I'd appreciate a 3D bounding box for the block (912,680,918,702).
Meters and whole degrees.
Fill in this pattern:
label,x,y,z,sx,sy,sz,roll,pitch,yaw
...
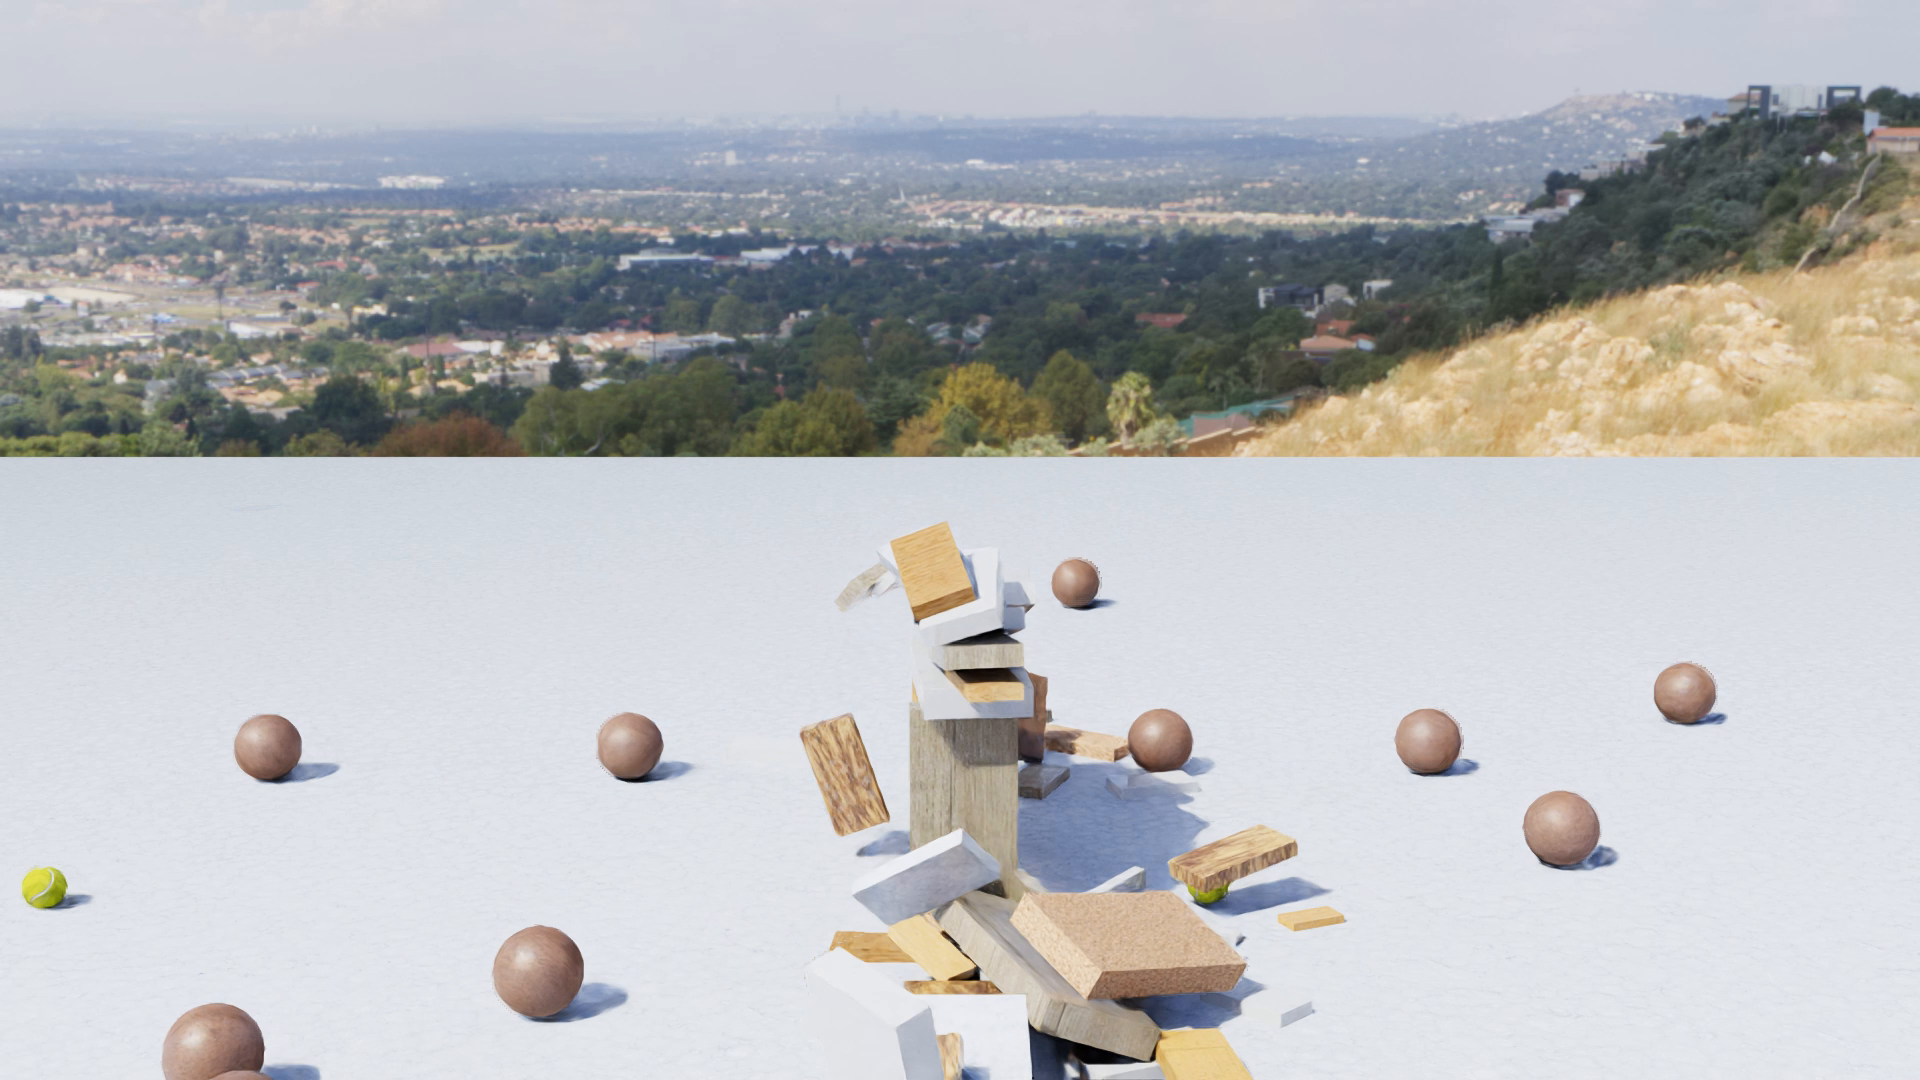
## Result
label,x,y,z,sx,sy,sz,roll,pitch,yaw
block,0.005,0.395,3.768,0.173,0.346,0.049,0,13,0

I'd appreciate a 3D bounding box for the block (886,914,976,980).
label,x,y,z,sx,sy,sz,roll,pitch,yaw
block,-0.042,0.598,3.202,0.125,0.018,0.063,37,30,32

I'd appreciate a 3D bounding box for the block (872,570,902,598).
label,x,y,z,sx,sy,sz,roll,pitch,yaw
block,-0.086,0.049,3.943,0.080,0.023,0.159,-44,-10,38

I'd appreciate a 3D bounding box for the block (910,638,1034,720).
label,x,y,z,sx,sy,sz,roll,pitch,yaw
block,0.014,0.223,3.611,0.173,0.049,0.346,-1,11,-5

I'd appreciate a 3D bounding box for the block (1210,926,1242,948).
label,x,y,z,sx,sy,sz,roll,pitch,yaw
block,0.392,0.622,3.461,0.095,0.014,0.048,4,11,21

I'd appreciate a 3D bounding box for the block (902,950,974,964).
label,x,y,z,sx,sy,sz,roll,pitch,yaw
block,-0.029,0.622,3.297,0.063,0.018,0.125,6,-15,28

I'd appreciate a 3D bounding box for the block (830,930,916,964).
label,x,y,z,sx,sy,sz,roll,pitch,yaw
block,-0.124,0.629,3.401,0.146,0.021,0.073,1,11,5

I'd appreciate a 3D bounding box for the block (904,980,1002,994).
label,x,y,z,sx,sy,sz,roll,pitch,yaw
block,0.001,0.653,2.992,0.153,0.043,0.307,0,1,-2

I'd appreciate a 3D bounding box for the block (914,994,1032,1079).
label,x,y,z,sx,sy,sz,roll,pitch,yaw
block,0.012,0.681,2.710,0.153,0.043,0.307,0,30,-2

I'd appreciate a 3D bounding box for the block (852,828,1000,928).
label,x,y,z,sx,sy,sz,roll,pitch,yaw
block,-0.052,0.503,3.262,0.199,0.099,0.028,-28,37,21

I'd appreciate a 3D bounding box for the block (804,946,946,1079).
label,x,y,z,sx,sy,sz,roll,pitch,yaw
block,-0.076,0.636,2.461,0.048,0.337,0.168,-26,29,-31

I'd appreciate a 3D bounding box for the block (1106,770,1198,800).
label,x,y,z,sx,sy,sz,roll,pitch,yaw
block,0.370,0.473,4.240,0.159,0.023,0.080,-3,11,-17

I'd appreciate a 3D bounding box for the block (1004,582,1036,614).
label,x,y,z,sx,sy,sz,roll,pitch,yaw
block,0.040,0.111,3.742,0.134,0.038,0.268,-1,-10,-9

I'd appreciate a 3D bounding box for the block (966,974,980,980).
label,x,y,z,sx,sy,sz,roll,pitch,yaw
block,-0.006,0.657,3.215,0.063,0.018,0.125,1,3,4

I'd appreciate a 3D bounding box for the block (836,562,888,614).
label,x,y,z,sx,sy,sz,roll,pitch,yaw
block,-0.134,0.059,3.967,0.189,0.027,0.094,-33,-10,-33

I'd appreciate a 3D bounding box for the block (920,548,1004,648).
label,x,y,z,sx,sy,sz,roll,pitch,yaw
block,0.005,0.090,3.493,0.123,0.035,0.247,-16,20,8

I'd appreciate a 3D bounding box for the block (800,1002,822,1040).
label,x,y,z,sx,sy,sz,roll,pitch,yaw
block,-0.174,0.676,3.148,0.075,0.021,0.150,2,11,10

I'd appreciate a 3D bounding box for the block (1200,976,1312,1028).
label,x,y,z,sx,sy,sz,roll,pitch,yaw
block,0.429,0.668,3.192,0.073,0.021,0.146,-10,15,-44

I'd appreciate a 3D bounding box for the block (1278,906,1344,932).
label,x,y,z,sx,sy,sz,roll,pitch,yaw
block,0.564,0.608,3.533,0.095,0.014,0.048,-5,12,-24

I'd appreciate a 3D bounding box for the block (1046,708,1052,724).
label,x,y,z,sx,sy,sz,roll,pitch,yaw
block,0.101,0.372,4.769,0.093,0.026,0.186,-10,15,-43

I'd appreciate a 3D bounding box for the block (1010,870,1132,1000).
label,x,y,z,sx,sy,sz,roll,pitch,yaw
block,0.163,0.608,3.338,0.024,0.086,0.417,-4,11,-20

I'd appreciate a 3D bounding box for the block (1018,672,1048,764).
label,x,y,z,sx,sy,sz,roll,pitch,yaw
block,0.123,0.349,4.394,0.095,0.189,0.027,19,-37,-19

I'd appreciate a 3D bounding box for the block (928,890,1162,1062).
label,x,y,z,sx,sy,sz,roll,pitch,yaw
block,0.106,0.608,3.159,0.168,0.048,0.538,19,2,-19

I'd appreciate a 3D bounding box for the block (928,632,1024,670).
label,x,y,z,sx,sy,sz,roll,pitch,yaw
block,0.023,0.175,3.477,0.123,0.035,0.247,-2,2,-6

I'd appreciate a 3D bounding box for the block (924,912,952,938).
label,x,y,z,sx,sy,sz,roll,pitch,yaw
block,-0.025,0.565,3.447,0.065,0.018,0.130,-2,45,-5

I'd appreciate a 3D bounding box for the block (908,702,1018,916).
label,x,y,z,sx,sy,sz,roll,pitch,yaw
block,0.005,0.435,3.556,0.173,0.346,0.049,-1,10,-3

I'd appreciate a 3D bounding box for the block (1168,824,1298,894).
label,x,y,z,sx,sy,sz,roll,pitch,yaw
block,0.446,0.518,3.587,0.190,0.027,0.095,-17,18,-27

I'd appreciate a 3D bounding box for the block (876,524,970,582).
label,x,y,z,sx,sy,sz,roll,pitch,yaw
block,-0.063,0.030,3.617,0.099,0.028,0.199,-26,20,-10

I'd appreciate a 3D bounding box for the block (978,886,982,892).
label,x,y,z,sx,sy,sz,roll,pitch,yaw
block,0.004,0.555,3.513,0.065,0.130,0.018,0,-16,-1

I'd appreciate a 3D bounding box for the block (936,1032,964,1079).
label,x,y,z,sx,sy,sz,roll,pitch,yaw
block,-0.037,0.661,2.629,0.075,0.021,0.150,-9,40,11

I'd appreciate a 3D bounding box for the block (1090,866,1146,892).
label,x,y,z,sx,sy,sz,roll,pitch,yaw
block,0.252,0.580,3.524,0.021,0.073,0.146,7,13,33

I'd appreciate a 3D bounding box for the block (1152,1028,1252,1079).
label,x,y,z,sx,sy,sz,roll,pitch,yaw
block,0.321,0.697,2.884,0.095,0.027,0.190,-1,13,-11

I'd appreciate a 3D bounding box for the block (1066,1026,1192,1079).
label,x,y,z,sx,sy,sz,roll,pitch,yaw
block,0.251,0.704,2.977,0.190,0.027,0.095,-5,11,-25

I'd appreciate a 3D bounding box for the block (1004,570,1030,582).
label,x,y,z,sx,sy,sz,roll,pitch,yaw
block,0.020,0.095,3.892,0.134,0.038,0.268,-3,-9,-17

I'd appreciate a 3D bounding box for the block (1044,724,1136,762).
label,x,y,z,sx,sy,sz,roll,pitch,yaw
block,0.193,0.410,4.567,0.350,0.026,0.091,7,13,35

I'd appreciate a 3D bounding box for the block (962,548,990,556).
label,x,y,z,sx,sy,sz,roll,pitch,yaw
block,-0.008,0.058,3.881,0.134,0.038,0.268,-6,-9,1

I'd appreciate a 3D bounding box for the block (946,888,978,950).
label,x,y,z,sx,sy,sz,roll,pitch,yaw
block,-0.003,0.585,3.454,0.065,0.018,0.131,0,45,-1

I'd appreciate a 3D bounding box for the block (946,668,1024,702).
label,x,y,z,sx,sy,sz,roll,pitch,yaw
block,0.037,0.219,3.440,0.086,0.024,0.171,-2,11,-12

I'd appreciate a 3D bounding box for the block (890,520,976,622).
label,x,y,z,sx,sy,sz,roll,pitch,yaw
block,-0.044,0.048,3.488,0.099,0.028,0.199,-20,33,-1

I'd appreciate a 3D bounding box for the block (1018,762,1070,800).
label,x,y,z,sx,sy,sz,roll,pitch,yaw
block,0.150,0.467,4.269,0.080,0.023,0.159,4,11,22

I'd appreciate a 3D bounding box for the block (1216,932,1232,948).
label,x,y,z,sx,sy,sz,roll,pitch,yaw
block,0.368,0.623,3.359,0.095,0.048,0.014,2,11,9

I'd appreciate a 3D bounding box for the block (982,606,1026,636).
label,x,y,z,sx,sy,sz,roll,pitch,yaw
block,0.028,0.139,3.640,0.123,0.035,0.247,-1,-6,-7

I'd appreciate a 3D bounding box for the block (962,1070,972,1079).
label,x,y,z,sx,sy,sz,roll,pitch,yaw
block,0.013,0.694,2.623,0.075,0.021,0.150,-20,36,-31

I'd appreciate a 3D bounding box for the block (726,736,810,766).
label,x,y,z,sx,sy,sz,roll,pitch,yaw
block,-0.375,0.428,4.471,0.182,0.026,0.091,3,11,14

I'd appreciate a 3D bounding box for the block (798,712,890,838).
label,x,y,z,sx,sy,sz,roll,pitch,yaw
block,-0.200,0.407,3.815,0.094,0.200,0.027,-18,9,6

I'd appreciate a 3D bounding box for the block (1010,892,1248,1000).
label,x,y,z,sx,sy,sz,roll,pitch,yaw
block,0.242,0.568,3.103,0.337,0.048,0.168,9,25,-47

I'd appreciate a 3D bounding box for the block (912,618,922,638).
label,x,y,z,sx,sy,sz,roll,pitch,yaw
block,0.000,0.170,3.968,0.167,0.047,0.334,0,10,0

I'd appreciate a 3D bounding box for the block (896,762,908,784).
label,x,y,z,sx,sy,sz,roll,pitch,yaw
block,-0.023,0.458,4.307,0.182,0.026,0.091,3,11,16
